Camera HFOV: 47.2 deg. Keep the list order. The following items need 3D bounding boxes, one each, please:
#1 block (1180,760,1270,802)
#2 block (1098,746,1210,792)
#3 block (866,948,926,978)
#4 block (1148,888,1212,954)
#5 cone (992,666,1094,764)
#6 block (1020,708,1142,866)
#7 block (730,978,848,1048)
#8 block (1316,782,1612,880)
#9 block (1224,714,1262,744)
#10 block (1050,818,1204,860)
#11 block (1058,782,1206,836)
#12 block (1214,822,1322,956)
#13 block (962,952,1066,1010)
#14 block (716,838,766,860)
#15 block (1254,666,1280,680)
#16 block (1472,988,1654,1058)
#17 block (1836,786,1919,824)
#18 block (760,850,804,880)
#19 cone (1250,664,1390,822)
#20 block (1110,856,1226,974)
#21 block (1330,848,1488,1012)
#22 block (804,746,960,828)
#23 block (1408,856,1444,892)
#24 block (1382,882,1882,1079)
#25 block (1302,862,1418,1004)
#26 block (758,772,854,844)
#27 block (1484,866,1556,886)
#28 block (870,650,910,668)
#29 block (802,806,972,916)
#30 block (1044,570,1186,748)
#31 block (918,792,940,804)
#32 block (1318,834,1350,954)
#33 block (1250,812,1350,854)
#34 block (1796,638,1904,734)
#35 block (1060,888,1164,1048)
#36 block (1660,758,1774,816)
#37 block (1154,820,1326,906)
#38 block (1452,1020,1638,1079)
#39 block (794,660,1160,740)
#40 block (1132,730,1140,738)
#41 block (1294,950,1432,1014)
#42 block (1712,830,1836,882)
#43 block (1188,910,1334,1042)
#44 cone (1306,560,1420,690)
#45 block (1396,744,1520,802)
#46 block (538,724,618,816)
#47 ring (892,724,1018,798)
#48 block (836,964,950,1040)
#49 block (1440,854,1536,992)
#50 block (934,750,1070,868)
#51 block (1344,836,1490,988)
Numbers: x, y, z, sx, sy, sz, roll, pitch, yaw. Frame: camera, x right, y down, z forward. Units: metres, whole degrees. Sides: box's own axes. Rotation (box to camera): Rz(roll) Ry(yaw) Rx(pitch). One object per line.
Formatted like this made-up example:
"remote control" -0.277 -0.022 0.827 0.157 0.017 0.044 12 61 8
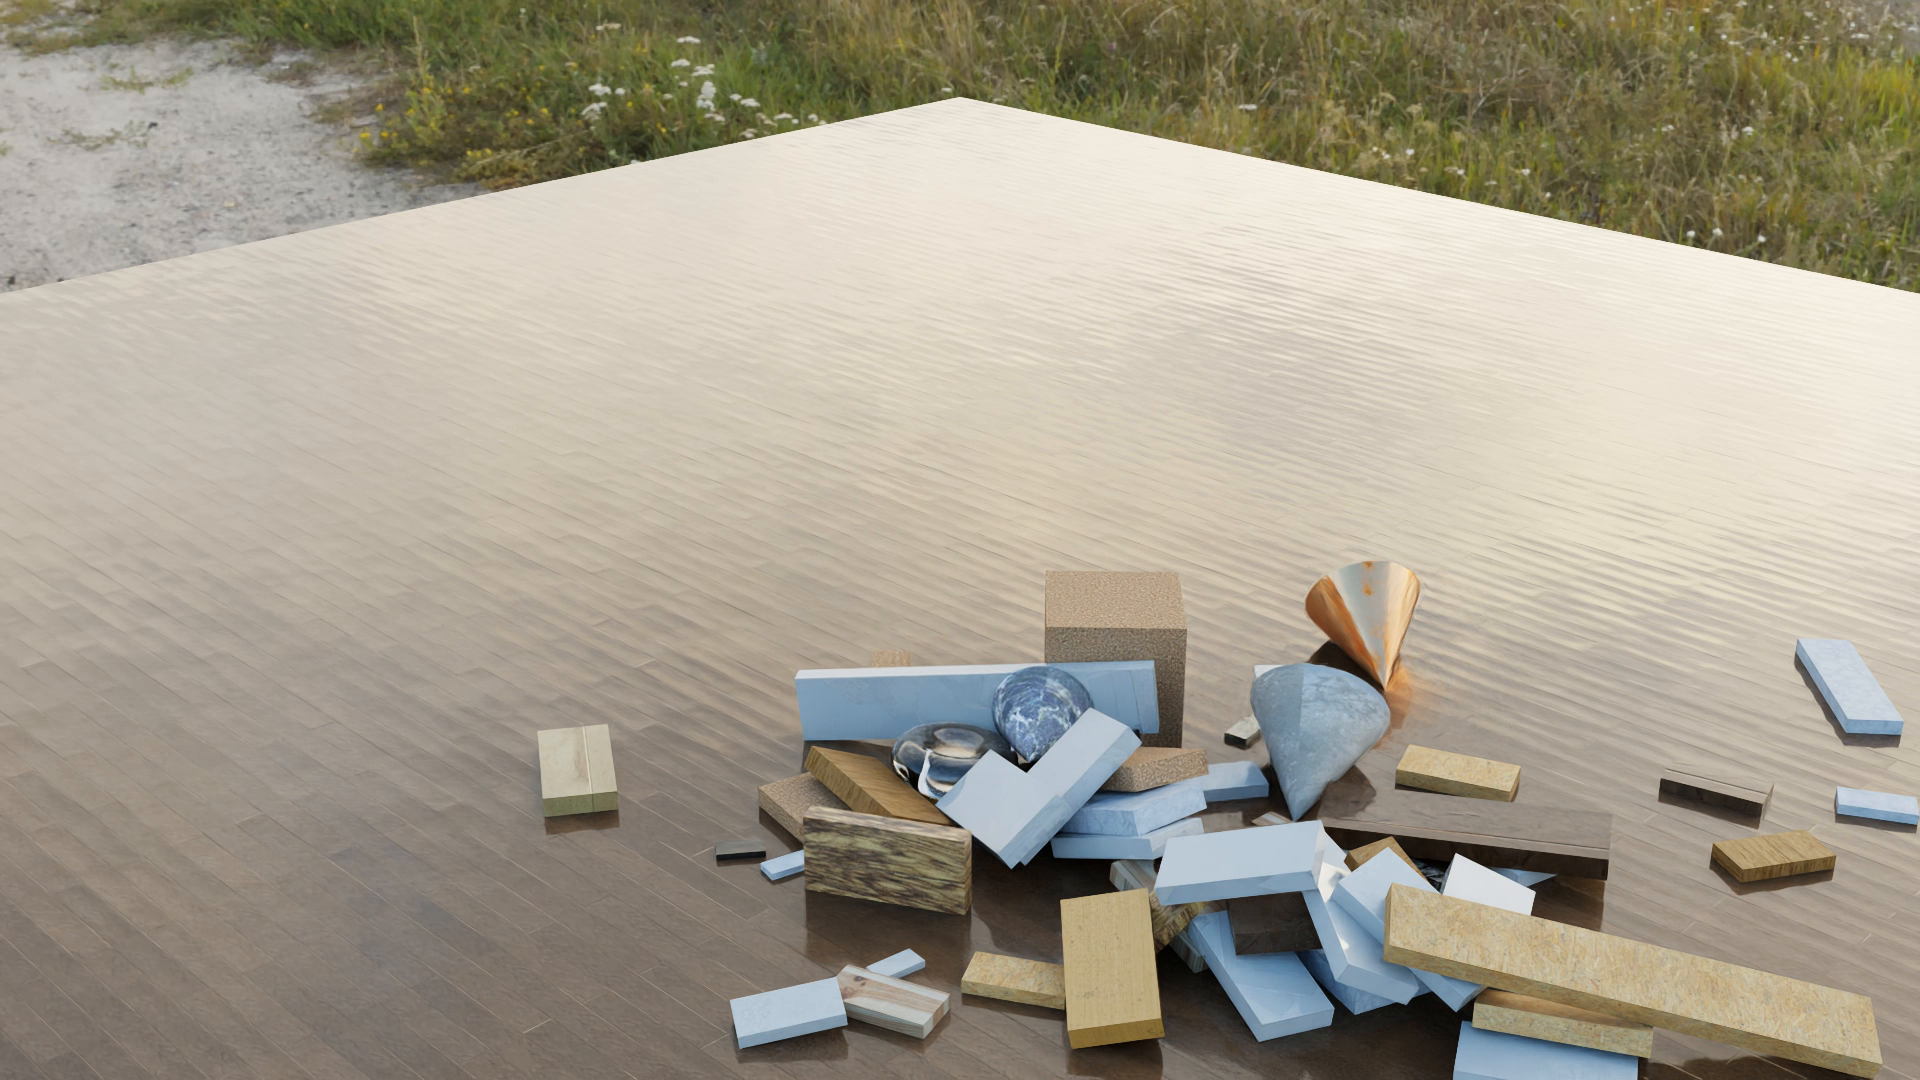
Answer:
"block" 0.524 0.502 4.541 0.204 0.029 0.102 -4 23 -10
"block" 0.325 0.457 4.416 0.175 0.049 0.349 -10 1 -29
"block" -0.115 0.765 3.940 0.096 0.014 0.048 -17 28 -34
"block" 0.352 0.686 3.961 0.204 0.029 0.102 -42 29 -12
"cone" 0.157 0.406 4.517 0.220 0.220 0.220 4 23 9
"block" 0.192 0.479 4.301 0.330 0.047 0.165 -45 23 -11
"block" -0.294 0.811 3.774 0.187 0.027 0.094 -11 32 -9
"block" 0.980 0.564 4.286 0.552 0.047 0.165 5 26 17
"block" 0.624 0.411 4.773 0.053 0.015 0.105 16 28 33
"block" 0.319 0.571 4.214 0.140 0.040 0.280 -15 3 -39
"block" 0.299 0.522 4.296 0.175 0.049 0.349 -16 5 -34
"block" 0.559 0.627 3.978 0.161 0.046 0.321 -5 27 2
"block" 0.105 0.779 3.891 0.187 0.027 0.094 7 24 15
"block" -0.431 0.607 4.313 0.096 0.014 0.048 -3 23 -8
"block" 0.712 0.329 4.956 0.081 0.023 0.163 0 23 1
"block" 1.019 0.815 3.718 0.288 0.041 0.144 7 1 17
"block" 1.861 0.539 4.464 0.152 0.022 0.076 7 24 16
"block" -0.332 0.629 4.261 0.096 0.014 0.048 -14 27 -29
"cone" 0.711 0.461 4.506 0.294 0.294 0.294 7 51 16
"block" 0.412 0.675 4.055 0.140 0.040 0.280 -14 37 -27
"block" 0.796 0.669 3.796 0.144 0.041 0.288 -25 56 -37
"block" -0.160 0.513 4.408 0.165 0.047 0.330 15 11 -37
"block" 0.885 0.638 4.212 0.063 0.018 0.127 1 16 -45
"block" 1.128 0.742 3.713 0.828 0.041 0.144 13 39 3
"block" 0.686 0.676 3.821 0.144 0.041 0.288 21 25 -18
"block" -0.266 0.554 4.400 0.148 0.042 0.297 -14 27 -30
"block" 1.049 0.601 4.301 0.117 0.033 0.234 -13 26 -29
"block" -0.163 0.298 5.029 0.081 0.023 0.163 1 23 3
"block" -0.137 0.602 4.138 0.318 0.159 0.045 7 24 16
"block" 0.331 0.260 4.773 0.292 0.292 0.292 1 23 2
"block" -0.027 0.529 4.495 0.105 0.015 0.053 17 28 35
"block" 0.667 0.644 4.057 0.161 0.046 0.321 -7 24 -16
"block" 0.740 0.621 4.275 0.063 0.018 0.405 -19 30 -38
"block" 1.998 0.326 4.951 0.117 0.033 0.408 2 23 4
"block" 0.264 0.744 3.838 0.159 0.045 0.318 -9 33 6
"block" 1.558 0.507 4.528 0.204 0.029 0.102 13 26 29
"block" 0.501 0.576 3.926 0.288 0.041 0.144 -10 27 22
"block" 0.969 0.878 3.639 0.288 0.041 0.144 7 24 16
"block" 0.034 0.341 4.657 0.766 0.148 0.042 -2 22 11
"block" 0.296 0.421 4.512 0.094 0.027 0.187 -10 0 23
"block" 0.690 0.725 3.988 0.175 0.049 0.349 -10 25 -23
"block" 1.582 0.614 4.277 0.204 0.029 0.102 -6 24 -13
"block" 0.526 0.756 3.865 0.140 0.040 0.280 -8 34 -20
"cone" 0.950 0.237 5.047 0.269 0.269 0.269 -2 50 -4
"block" 1.035 0.487 4.570 0.234 0.033 0.117 10 25 22
"block" -0.798 0.477 4.582 0.148 0.042 0.297 -5 23 -11
"ring" -0.010 0.457 4.548 0.266 0.089 0.266 5 19 -2
"block" -0.131 0.803 3.831 0.204 0.029 0.102 11 25 24
"block" 0.941 0.696 3.987 0.161 0.046 0.321 26 27 10
"block" 0.079 0.520 4.282 0.159 0.045 0.318 -44 23 -9
"block" 0.811 0.662 3.863 0.102 0.029 0.321 -13 49 -29
